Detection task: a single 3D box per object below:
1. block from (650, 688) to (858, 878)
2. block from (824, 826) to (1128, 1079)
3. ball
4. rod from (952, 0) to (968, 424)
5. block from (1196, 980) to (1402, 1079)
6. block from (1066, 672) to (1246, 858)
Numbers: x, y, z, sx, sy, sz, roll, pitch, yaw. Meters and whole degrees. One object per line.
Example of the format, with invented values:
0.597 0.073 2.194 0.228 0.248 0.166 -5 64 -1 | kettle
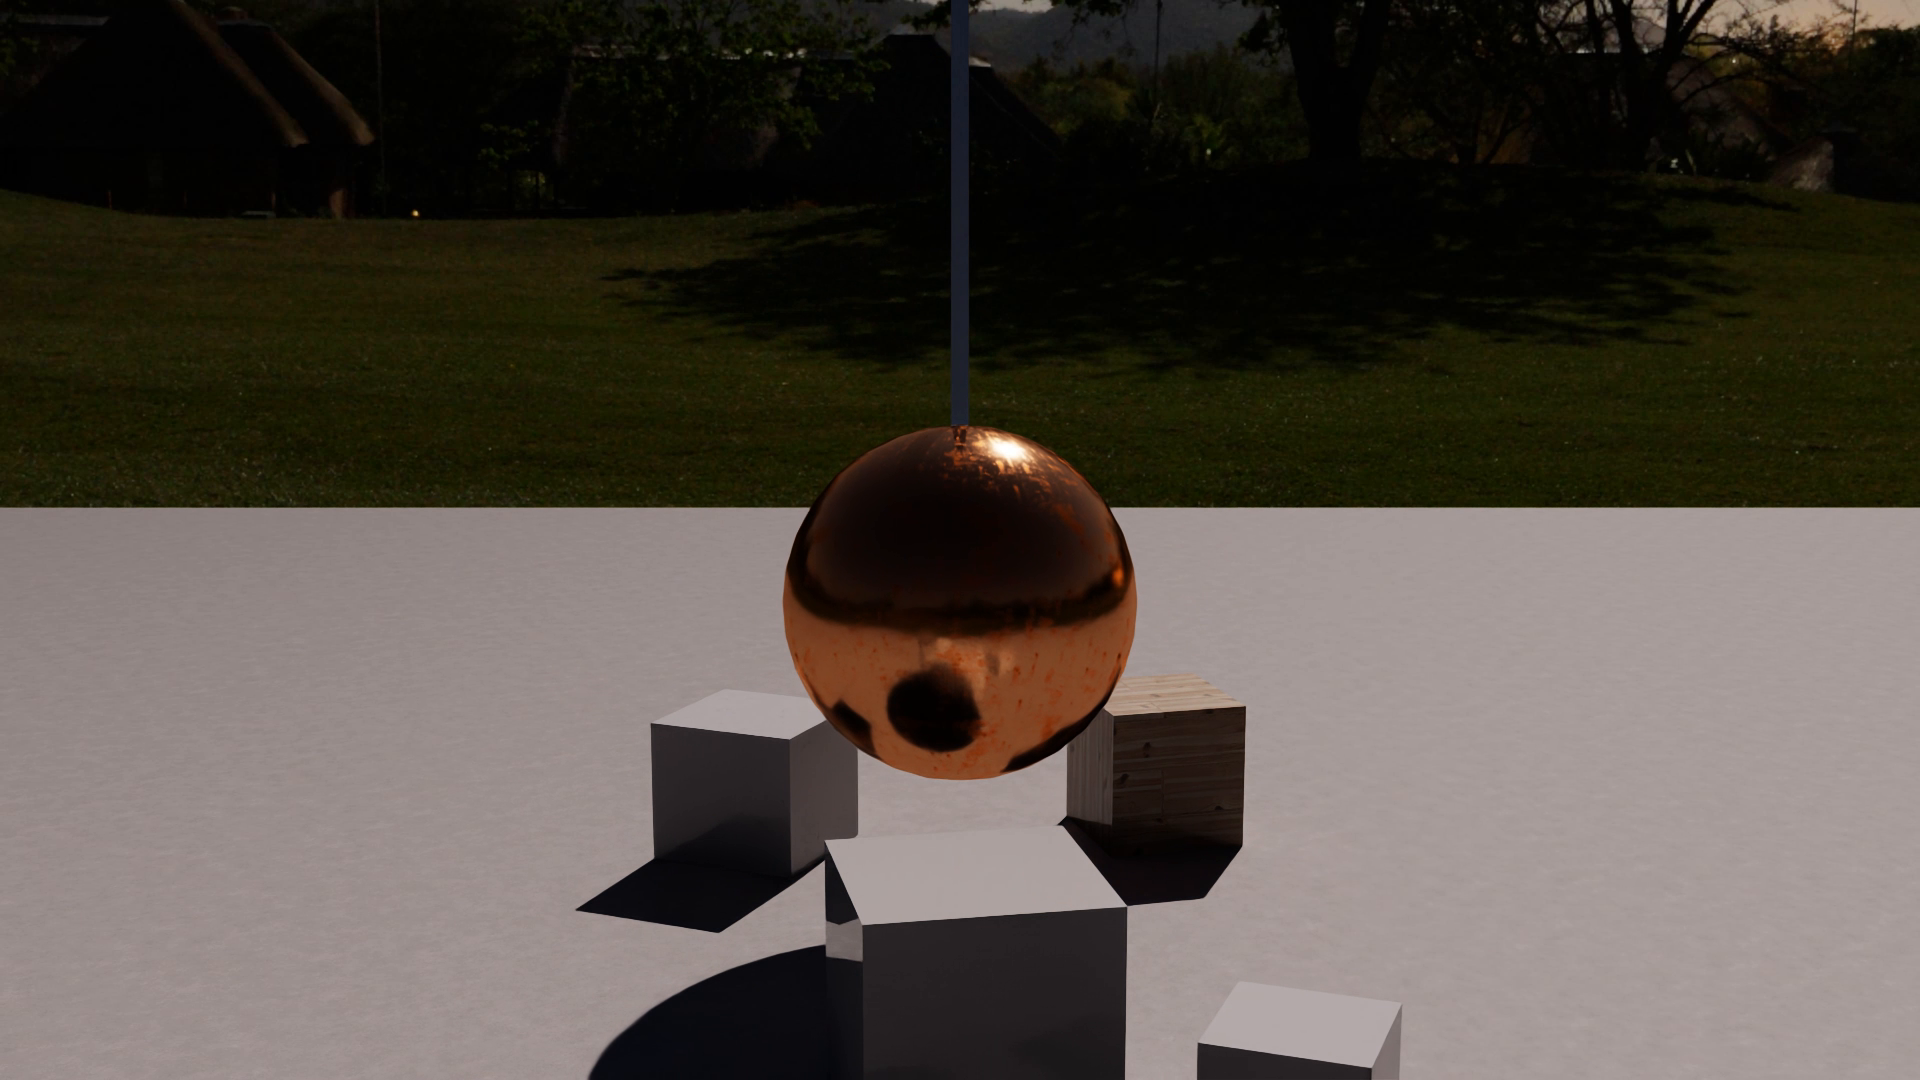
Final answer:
-1.018 1.202 11.016 0.765 0.693 0.741 4 11 23 | block
0.033 1.642 7.972 0.918 0.917 0.924 -2 11 -11 | block
0.000 0.281 9.907 1.600 1.600 1.600 0 10 0 | ball
0.000 -3.117 10.040 0.080 5.200 0.080 0 -2 0 | rod
1.149 1.908 7.436 0.572 0.586 0.575 4 11 20 | block
0.993 1.139 11.267 0.698 0.727 0.720 -3 11 -15 | block
